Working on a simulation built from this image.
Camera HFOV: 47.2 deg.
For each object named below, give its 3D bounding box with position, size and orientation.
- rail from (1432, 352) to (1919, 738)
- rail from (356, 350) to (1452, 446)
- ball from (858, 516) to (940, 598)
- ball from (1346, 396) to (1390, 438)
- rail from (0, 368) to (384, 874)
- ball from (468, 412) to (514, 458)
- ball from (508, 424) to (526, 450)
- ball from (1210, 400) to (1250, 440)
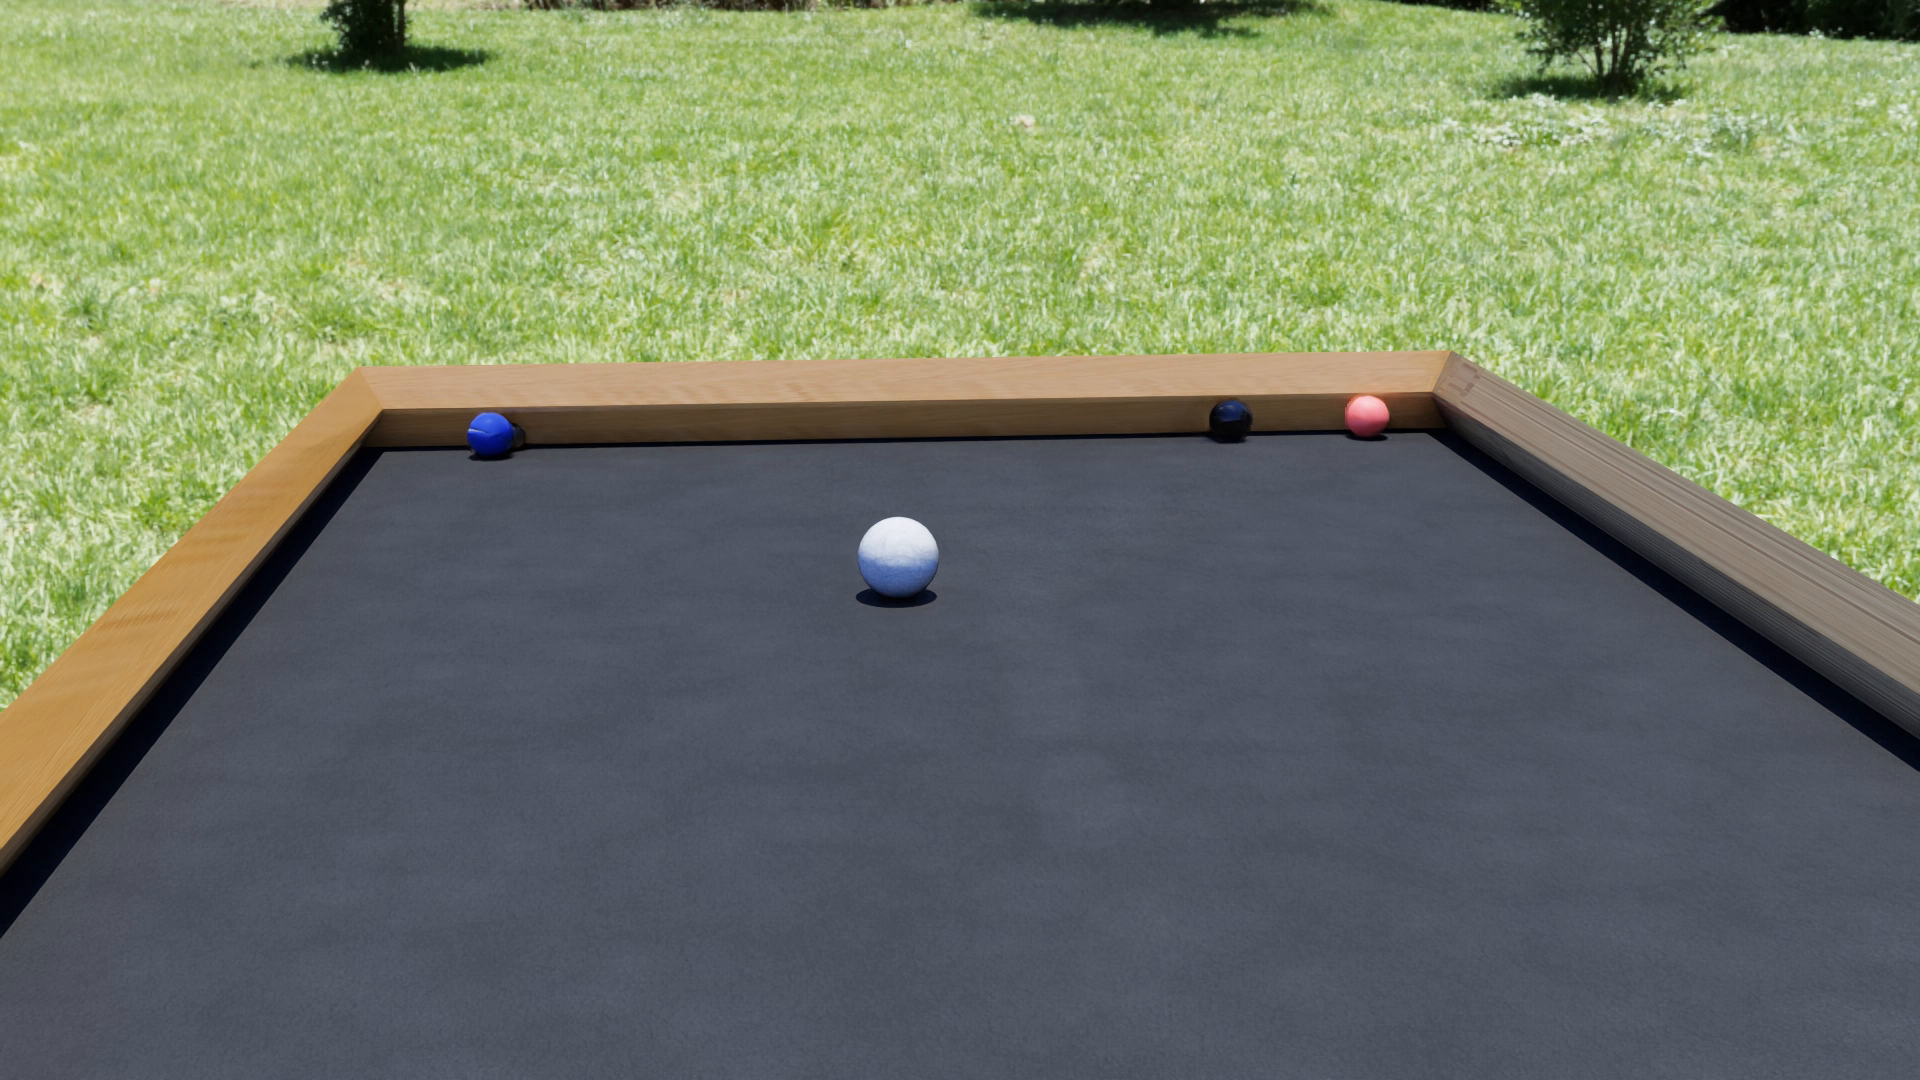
[{"bbox_3d":[0.942,0.156,2.096,0.045,0.130,3.293,-1,14,-5],"label":"rail"},{"bbox_3d":[-0.070,-0.228,3.587,1.795,0.130,0.045,-1,14,-5],"label":"rail"},{"bbox_3d":[-0.075,0.022,2.681,0.100,0.100,0.100,0,14,0],"label":"ball"},{"bbox_3d":[0.670,-0.202,3.614,0.069,0.069,0.069,0,14,0],"label":"ball"},{"bbox_3d":[-0.798,0.194,1.947,0.045,0.130,3.293,-1,14,-5],"label":"rail"},{"bbox_3d":[-0.740,-0.166,3.467,0.071,0.071,0.071,0,14,0],"label":"ball"},{"bbox_3d":[-0.718,-0.166,3.523,0.043,0.043,0.043,0,14,0],"label":"ball"},{"bbox_3d":[0.441,-0.196,3.594,0.068,0.068,0.068,0,14,0],"label":"ball"}]
